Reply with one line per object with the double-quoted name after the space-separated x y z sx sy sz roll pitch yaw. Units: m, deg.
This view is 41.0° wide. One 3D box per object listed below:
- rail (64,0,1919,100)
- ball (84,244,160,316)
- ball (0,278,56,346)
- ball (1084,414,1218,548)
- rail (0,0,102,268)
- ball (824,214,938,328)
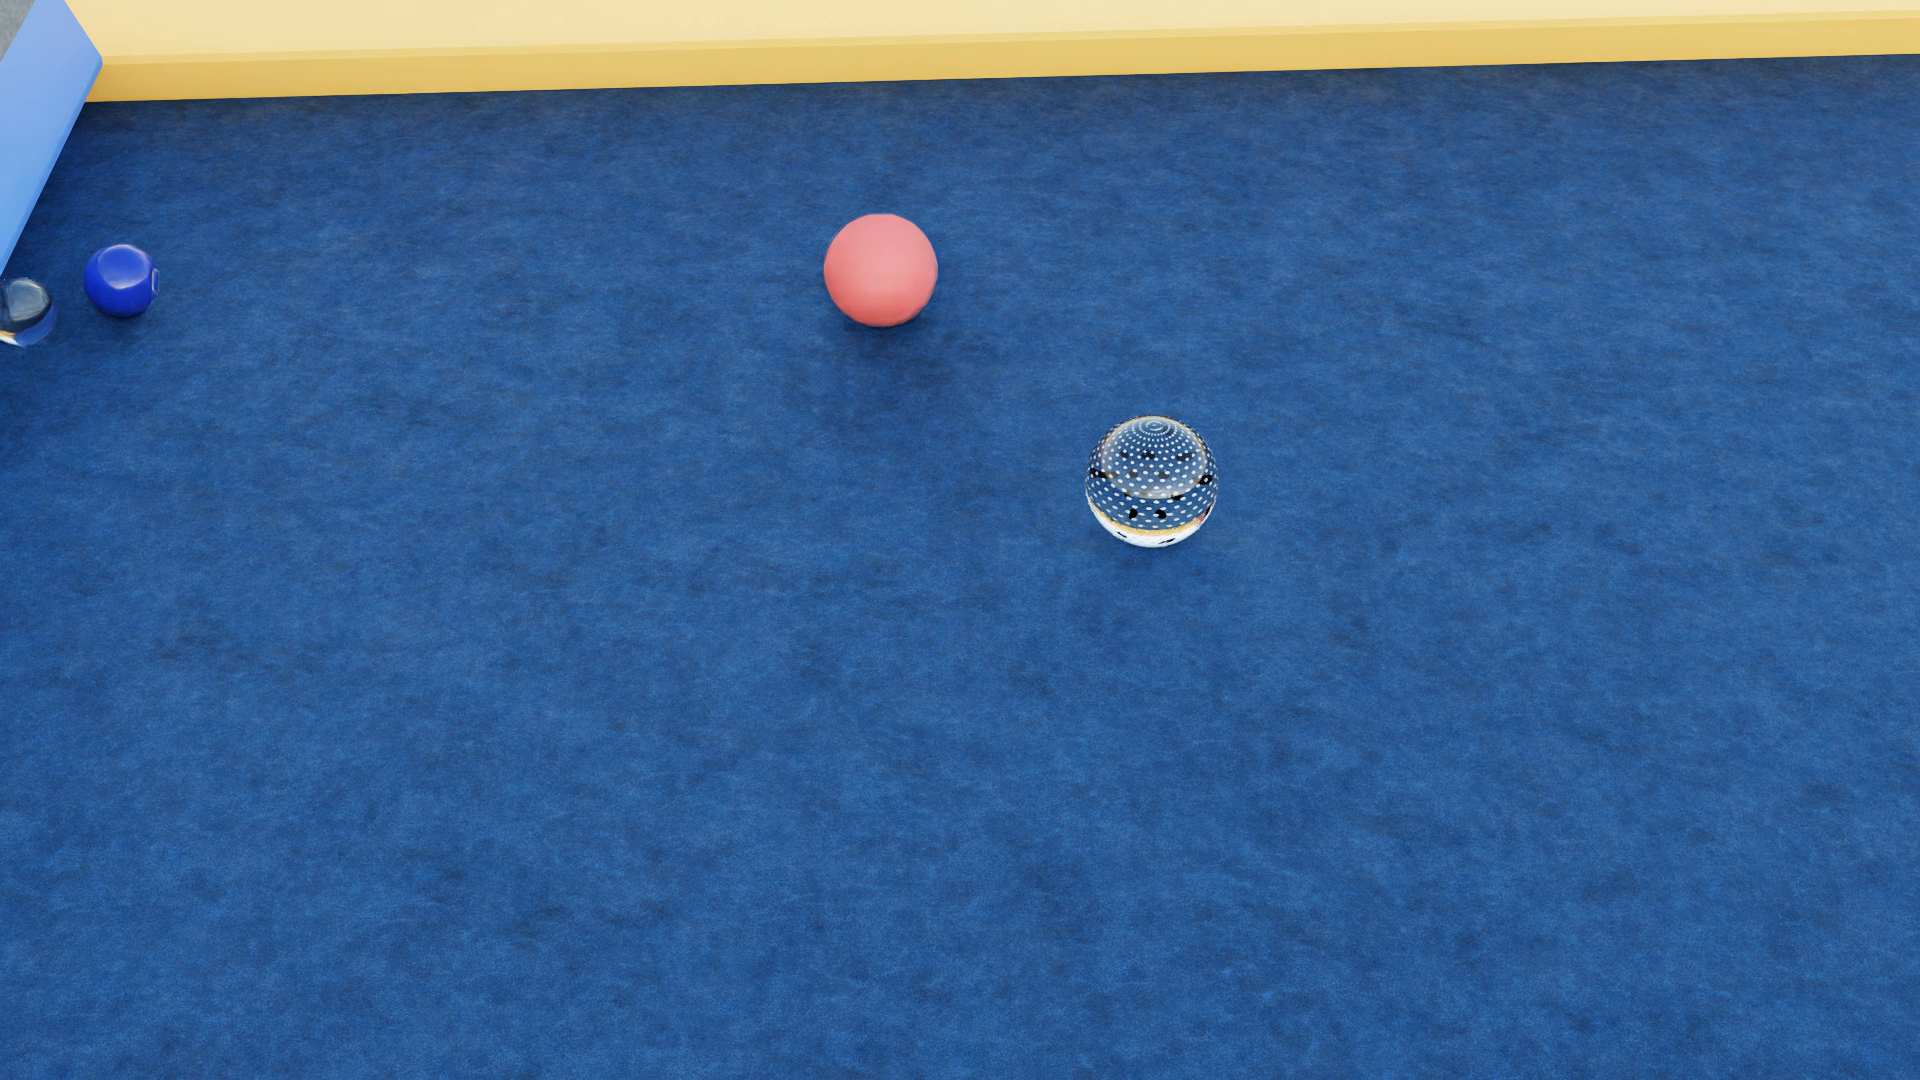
0.707 -0.483 2.331 3.014 0.118 0.045 -2 36 -3 "rail"
-0.652 -0.202 1.995 0.057 0.057 0.057 0 36 0 "ball"
-0.718 -0.174 1.961 0.051 0.051 0.051 0 36 0 "ball"
0.130 -0.040 1.741 0.091 0.091 0.091 0 36 0 "ball"
-0.728 0.004 1.655 0.045 0.118 1.538 -2 36 -3 "rail"
-0.061 -0.208 1.977 0.087 0.087 0.087 0 36 0 "ball"
